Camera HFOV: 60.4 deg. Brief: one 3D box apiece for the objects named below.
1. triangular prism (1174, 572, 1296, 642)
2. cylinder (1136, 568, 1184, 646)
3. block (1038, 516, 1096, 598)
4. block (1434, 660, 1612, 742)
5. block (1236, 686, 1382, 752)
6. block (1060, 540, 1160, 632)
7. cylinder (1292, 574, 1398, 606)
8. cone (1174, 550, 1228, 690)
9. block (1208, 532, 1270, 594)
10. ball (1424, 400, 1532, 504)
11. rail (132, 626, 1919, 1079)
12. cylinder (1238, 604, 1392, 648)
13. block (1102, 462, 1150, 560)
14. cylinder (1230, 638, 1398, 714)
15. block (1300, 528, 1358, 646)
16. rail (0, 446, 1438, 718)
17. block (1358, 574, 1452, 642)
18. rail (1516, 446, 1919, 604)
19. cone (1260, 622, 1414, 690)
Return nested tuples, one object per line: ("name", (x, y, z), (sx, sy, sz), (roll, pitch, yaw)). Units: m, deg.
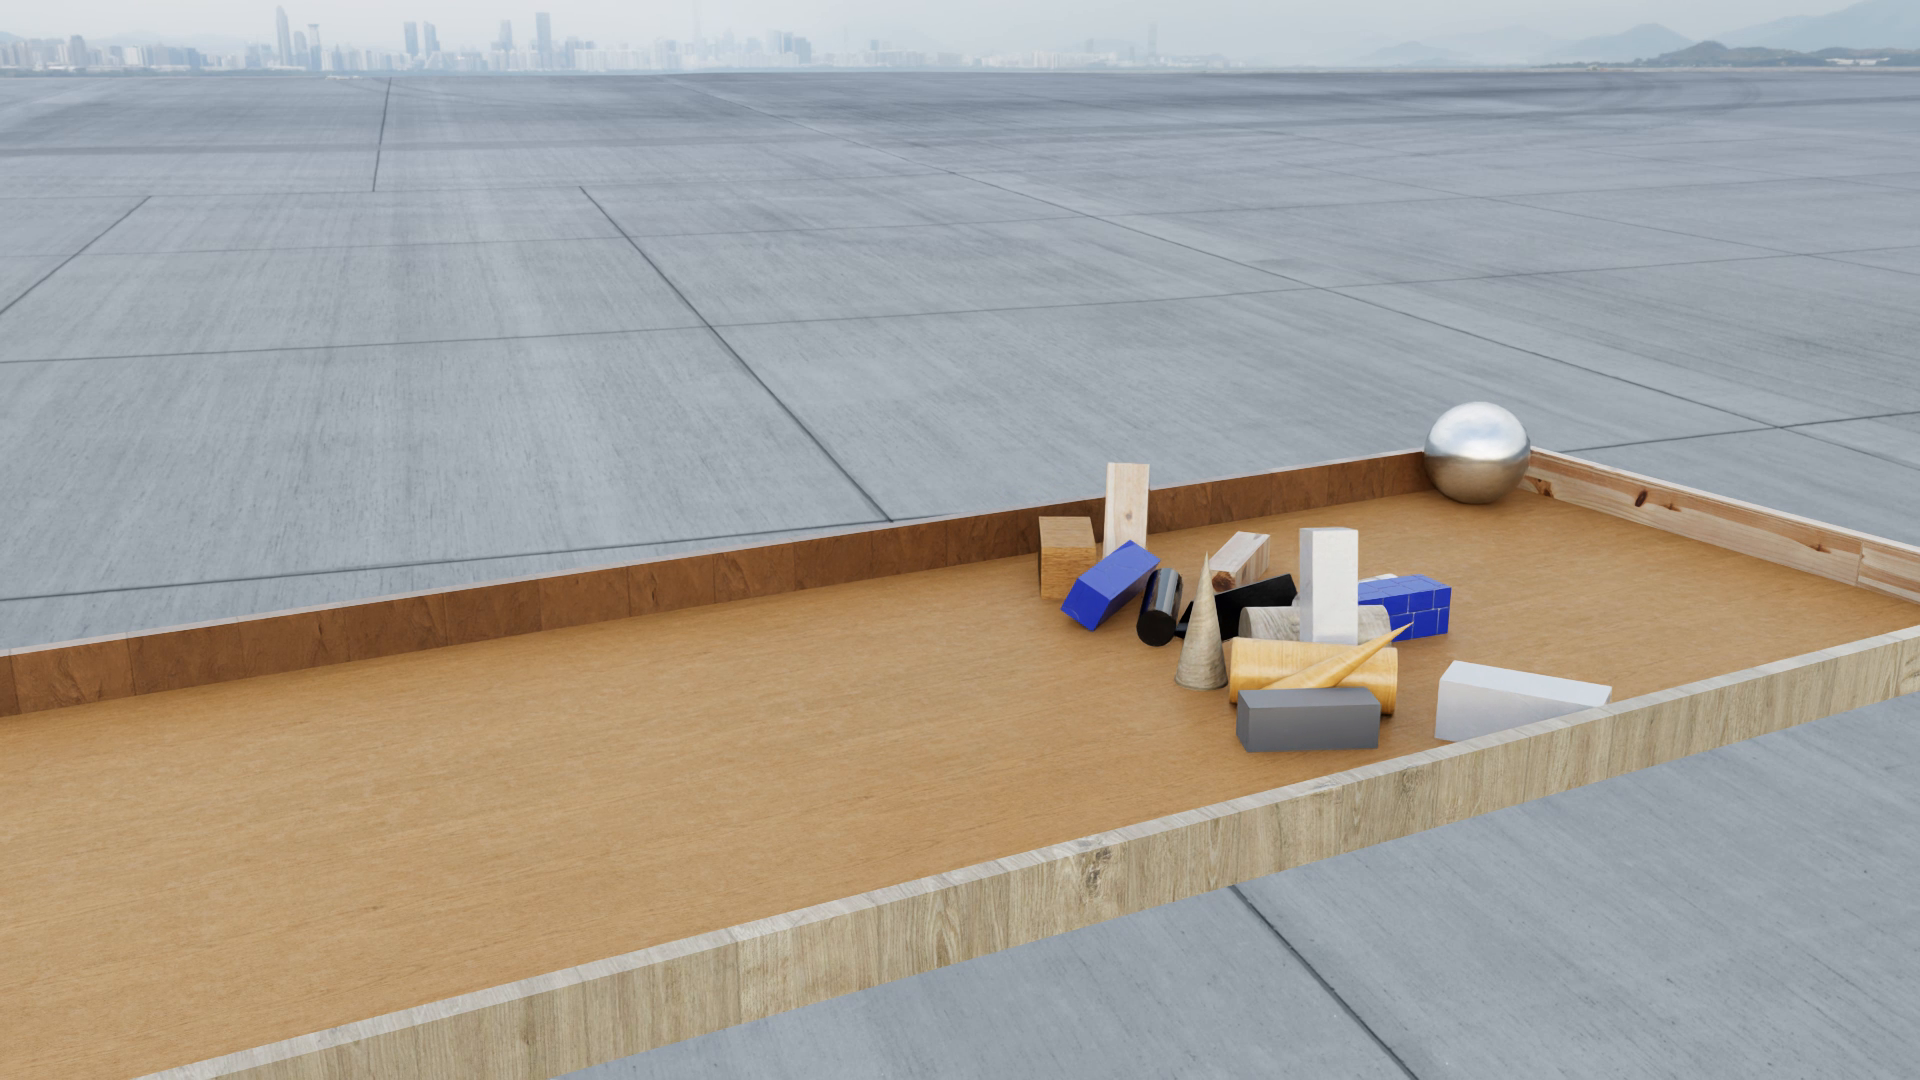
("triangular prism", (0.772, 0.181, 4.532), (0.395, 0.111, 0.128), (-13, 20, -37))
("cylinder", (0.554, 0.182, 4.553), (0.103, 0.103, 0.380), (3, 17, 10))
("block", (0.316, 0.050, 4.909), (0.156, 0.156, 0.327), (0, 16, 1))
("block", (1.282, 0.394, 3.760), (0.351, 0.144, 0.144), (9, 19, 28))
("block", (0.794, 0.410, 3.768), (0.301, 0.108, 0.108), (-1, 16, -4))
("block", (0.431, 0.125, 4.670), (0.109, 0.109, 0.413), (34, 27, 14))
("cylinder", (1.083, 0.170, 4.591), (0.329, 0.104, 0.104), (-10, 19, -30))
("cone", (0.606, 0.190, 4.099), (0.135, 0.344, 0.135), (0, 16, 0))
("block", (0.820, 0.081, 4.899), (0.101, 0.101, 0.417), (7, 18, 23))
("ball", (1.807, -0.306, 5.763), (0.358, 0.358, 0.358), (0, 16, 0))
("rail", (-2.336, 1.006, 1.665), (12.000, 0.150, 0.050), (-9, 18, -27))
("cylinder", (0.908, 0.248, 4.236), (0.356, 0.156, 0.156), (-1, 16, -3))
("block", (0.501, -0.062, 4.956), (0.124, 0.322, 0.124), (3, -5, 9))
("cylinder", (0.846, 0.325, 3.963), (0.384, 0.160, 0.160), (3, 17, 11))
("block", (0.914, 0.164, 4.093), (0.112, 0.382, 0.112), (-1, 4, -5))
("rail", (-3.305, 0.497, 3.399), (12.000, 0.150, 0.050), (-9, 18, -27))
("block", (1.152, 0.192, 4.469), (0.327, 0.131, 0.131), (-7, 18, -22))
("rail", (2.466, -0.048, 5.253), (0.050, 0.150, 2.100), (-9, 18, -27))
("cone", (0.889, 0.289, 3.824), (0.381, 0.104, 0.104), (-34, 11, 14))
